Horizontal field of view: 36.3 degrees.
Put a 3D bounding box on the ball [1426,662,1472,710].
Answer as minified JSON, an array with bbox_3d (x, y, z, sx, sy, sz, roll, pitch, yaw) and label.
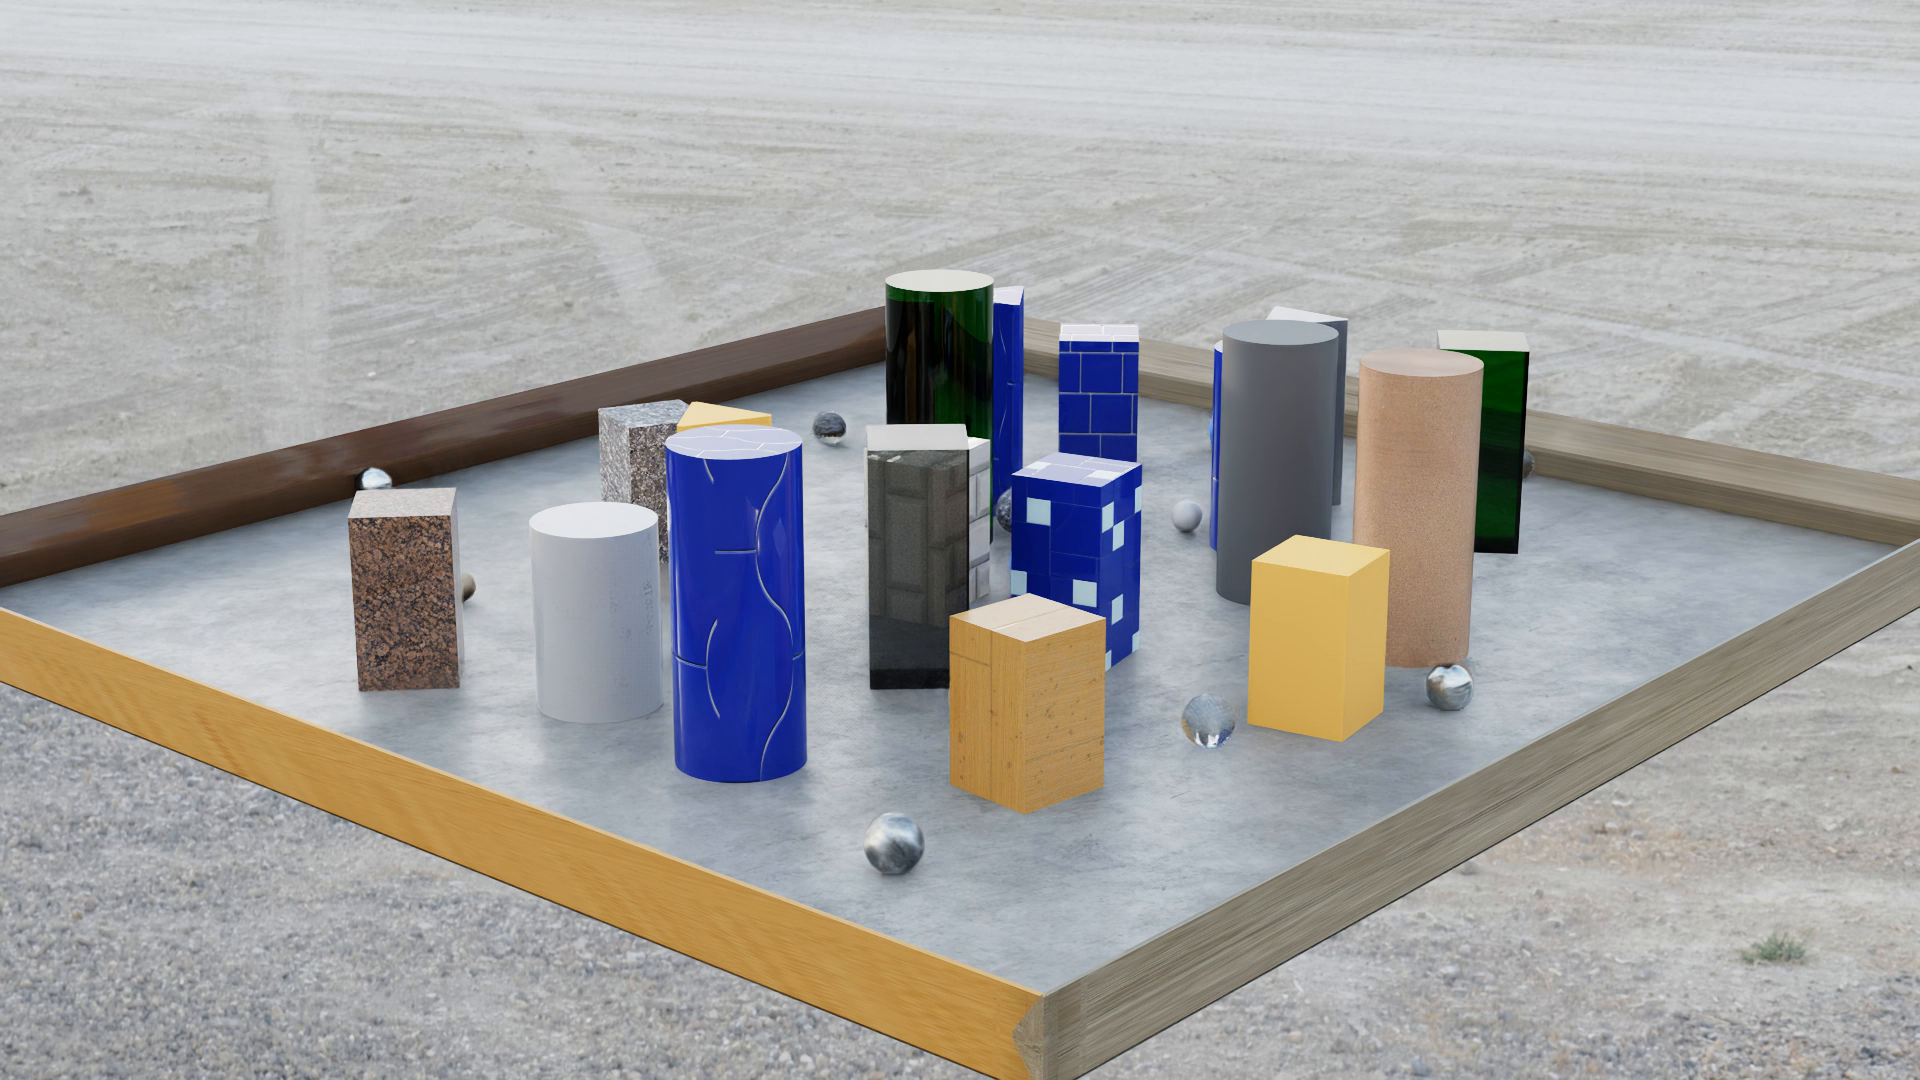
[{"bbox_3d":[0.762,0.228,4.570,0.073,0.073,0.073,0,17,0],"label":"ball"}]

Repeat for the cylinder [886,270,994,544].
[{"bbox_3d":[-0.037,-0.236,5.385,0.198,0.491,0.198,0,17,0],"label":"cylinder"}]

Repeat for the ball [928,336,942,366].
[{"bbox_3d":[-0.041,-0.439,6.790,0.070,0.070,0.070,0,17,0],"label":"ball"}]

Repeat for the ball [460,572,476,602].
[{"bbox_3d":[-0.867,0.081,5.094,0.052,0.052,0.052,0,17,0],"label":"ball"}]

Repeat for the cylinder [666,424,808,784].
[{"bbox_3d":[-0.326,0.092,4.299,0.198,0.489,0.198,0,17,0],"label":"cylinder"}]

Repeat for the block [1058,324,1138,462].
[{"bbox_3d":[0.280,-0.288,5.937,0.158,0.271,0.158,1,17,3],"label":"block"}]

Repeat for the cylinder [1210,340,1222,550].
[{"bbox_3d":[0.560,-0.170,5.370,0.198,0.374,0.198,0,17,0],"label":"cylinder"}]

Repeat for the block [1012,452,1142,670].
[{"bbox_3d":[0.190,0.037,4.780,0.158,0.317,0.158,9,19,26],"label":"block"}]

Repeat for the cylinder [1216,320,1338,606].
[{"bbox_3d":[0.549,-0.134,5.090,0.198,0.465,0.198,0,17,0],"label":"cylinder"}]

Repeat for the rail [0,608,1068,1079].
[{"bbox_3d":[-0.874,0.323,4.156,2.606,0.128,0.045,14,22,39],"label":"rail"}]

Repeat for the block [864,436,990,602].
[{"bbox_3d":[-0.056,-0.032,5.081,0.158,0.276,0.158,10,19,29],"label":"block"}]

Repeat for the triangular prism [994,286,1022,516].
[{"bbox_3d":[0.077,-0.270,5.624,0.171,0.417,0.148,11,20,33],"label":"triangular prism"}]

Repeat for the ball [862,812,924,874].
[{"bbox_3d":[-0.089,0.408,3.952,0.084,0.084,0.084,0,17,0],"label":"ball"}]

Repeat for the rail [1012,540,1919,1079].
[{"bbox_3d":[0.966,0.274,4.317,0.045,0.128,2.714,14,22,39],"label":"rail"}]

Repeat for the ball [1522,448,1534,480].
[{"bbox_3d":[1.108,-0.152,5.838,0.069,0.069,0.069,0,17,0],"label":"ball"}]

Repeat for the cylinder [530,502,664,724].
[{"bbox_3d":[-0.565,0.111,4.566,0.198,0.298,0.198,0,17,0],"label":"cylinder"}]

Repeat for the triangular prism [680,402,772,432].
[{"bbox_3d":[-0.437,-0.076,5.163,0.171,0.312,0.148,-8,19,-25],"label":"triangular prism"}]

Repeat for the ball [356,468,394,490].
[{"bbox_3d":[-1.134,-0.105,5.676,0.072,0.072,0.072,0,17,0],"label":"ball"}]

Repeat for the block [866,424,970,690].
[{"bbox_3d":[-0.068,0.026,4.685,0.158,0.394,0.158,-1,17,-2],"label":"block"}]

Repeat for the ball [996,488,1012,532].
[{"bbox_3d":[0.112,-0.055,5.480,0.091,0.091,0.091,0,17,0],"label":"ball"}]

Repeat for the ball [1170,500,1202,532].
[{"bbox_3d":[0.425,-0.046,5.502,0.059,0.059,0.059,0,17,0],"label":"ball"}]

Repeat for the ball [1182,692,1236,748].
[{"bbox_3d":[0.374,0.271,4.412,0.082,0.082,0.082,0,17,0],"label":"ball"}]

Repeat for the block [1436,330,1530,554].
[{"bbox_3d":[0.952,-0.182,5.396,0.158,0.380,0.158,2,17,7],"label":"block"}]

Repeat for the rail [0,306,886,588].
[{"bbox_3d":[-0.966,-0.210,5.923,0.045,0.128,2.714,14,22,39],"label":"rail"}]

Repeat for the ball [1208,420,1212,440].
[{"bbox_3d":[0.556,-0.229,6.067,0.083,0.083,0.083,0,17,0],"label":"ball"}]

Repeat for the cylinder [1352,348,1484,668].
[{"bbox_3d":[0.743,-0.053,4.787,0.198,0.486,0.198,0,17,0],"label":"cylinder"}]

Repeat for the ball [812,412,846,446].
[{"bbox_3d":[-0.272,-0.232,6.101,0.071,0.071,0.071,0,17,0],"label":"ball"}]

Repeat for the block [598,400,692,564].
[{"bbox_3d":[-0.554,-0.105,5.354,0.158,0.259,0.158,-8,19,-26],"label":"block"}]

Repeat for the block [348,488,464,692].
[{"bbox_3d":[-0.884,0.078,4.695,0.158,0.287,0.158,-2,17,-6],"label":"block"}]

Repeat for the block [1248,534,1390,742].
[{"bbox_3d":[0.551,0.149,4.503,0.158,0.263,0.158,10,19,29],"label":"block"}]

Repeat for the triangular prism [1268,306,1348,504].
[{"bbox_3d":[0.636,-0.258,5.675,0.171,0.366,0.148,-5,17,-16],"label":"triangular prism"}]

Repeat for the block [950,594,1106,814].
[{"bbox_3d":[0.097,0.234,4.230,0.158,0.258,0.158,-15,22,-40],"label":"block"}]

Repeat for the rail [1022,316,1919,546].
[{"bbox_3d":[0.874,-0.258,6.084,2.606,0.128,0.045,14,22,39],"label":"rail"}]
